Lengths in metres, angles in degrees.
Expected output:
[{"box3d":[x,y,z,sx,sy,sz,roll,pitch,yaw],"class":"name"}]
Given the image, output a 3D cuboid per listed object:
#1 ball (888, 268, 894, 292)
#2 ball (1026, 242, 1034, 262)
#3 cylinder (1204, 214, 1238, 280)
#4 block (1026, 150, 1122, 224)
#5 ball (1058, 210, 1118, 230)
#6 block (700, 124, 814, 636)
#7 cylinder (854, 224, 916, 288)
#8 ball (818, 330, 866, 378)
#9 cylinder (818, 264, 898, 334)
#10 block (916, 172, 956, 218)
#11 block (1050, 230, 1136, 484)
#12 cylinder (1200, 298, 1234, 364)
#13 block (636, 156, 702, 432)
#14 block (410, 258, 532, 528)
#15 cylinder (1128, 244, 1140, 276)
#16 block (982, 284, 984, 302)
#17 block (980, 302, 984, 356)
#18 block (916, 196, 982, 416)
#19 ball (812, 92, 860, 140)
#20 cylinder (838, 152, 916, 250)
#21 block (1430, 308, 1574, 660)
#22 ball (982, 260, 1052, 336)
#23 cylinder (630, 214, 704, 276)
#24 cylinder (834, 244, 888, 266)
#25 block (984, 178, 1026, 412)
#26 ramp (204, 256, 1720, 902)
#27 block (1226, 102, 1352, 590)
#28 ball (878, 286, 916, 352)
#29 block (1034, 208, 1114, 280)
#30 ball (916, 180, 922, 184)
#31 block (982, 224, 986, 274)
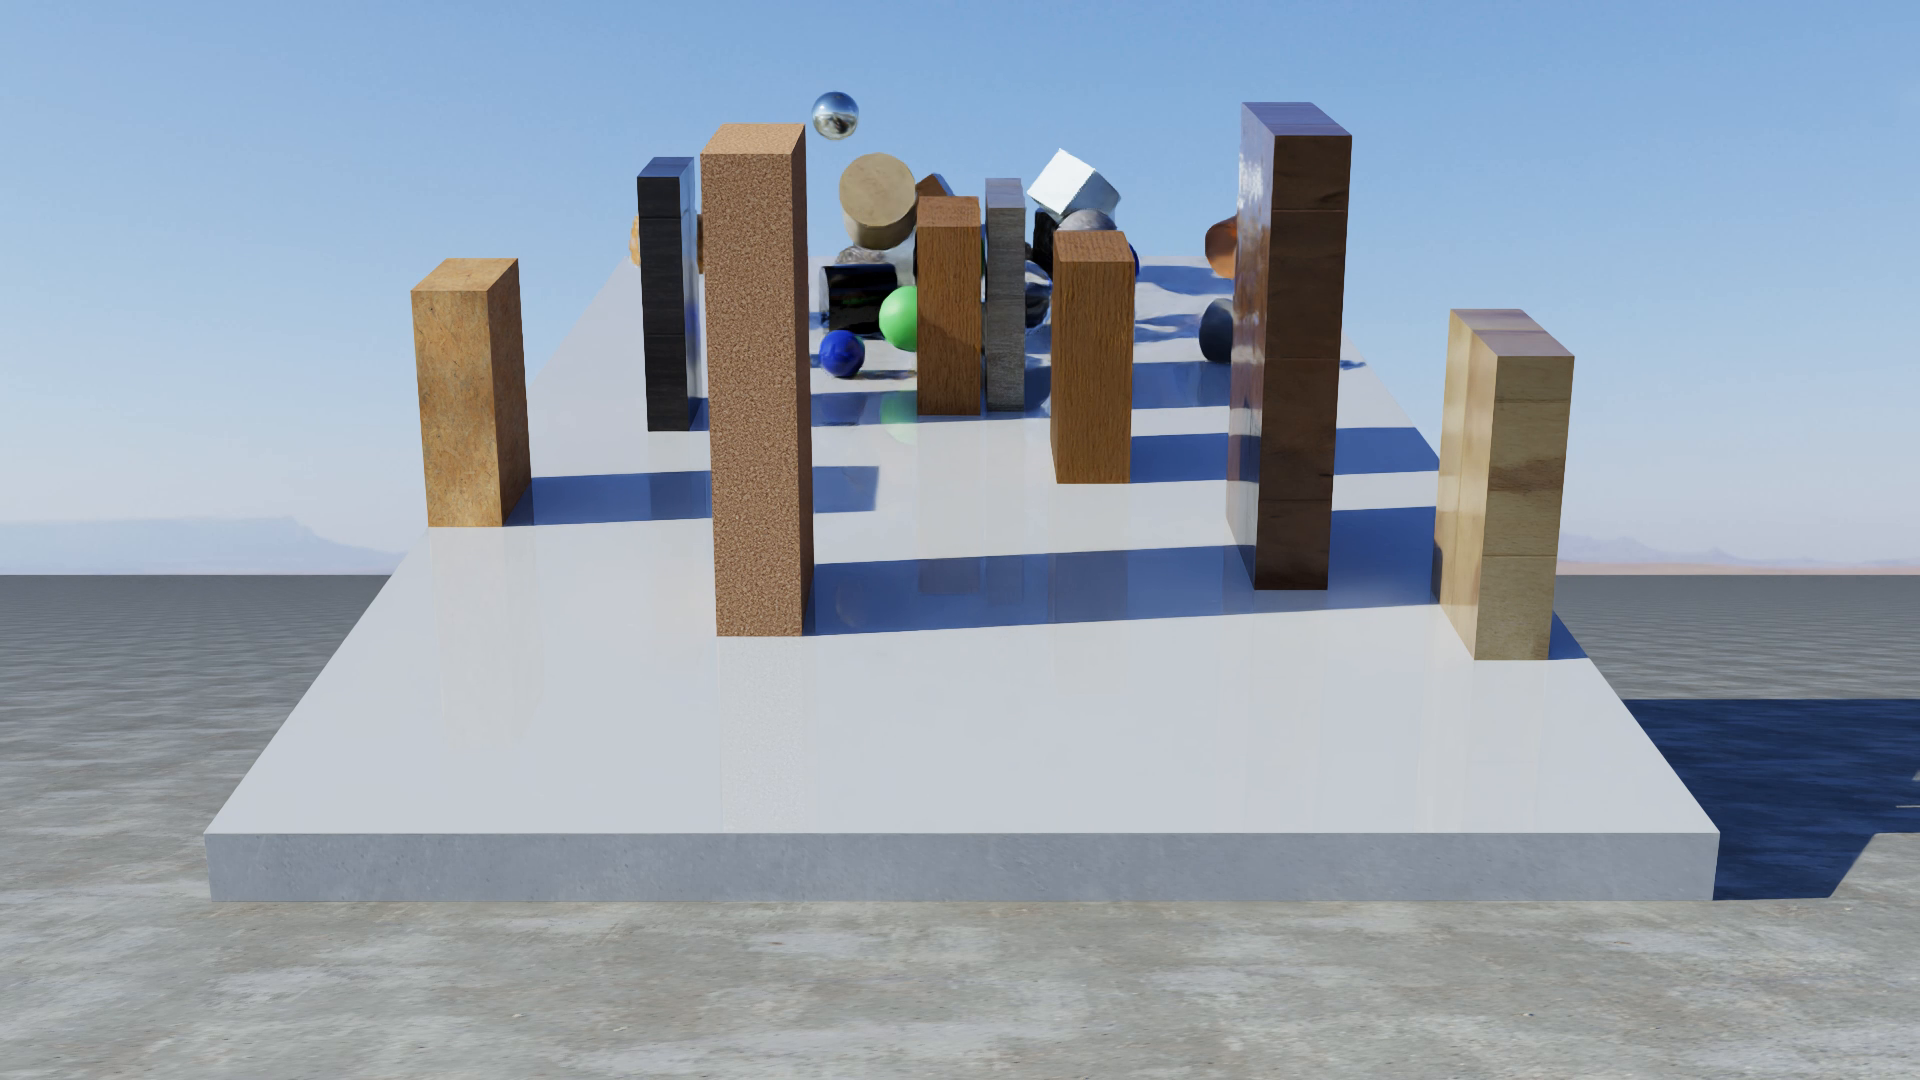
[{"box3d":[-0.236,-0.697,6.074,0.119,0.119,0.119,0,-1,0],"class":"ball"},{"box3d":[0.159,-0.806,6.416,0.115,0.115,0.115,0,-1,0],"class":"ball"},{"box3d":[0.771,-0.804,6.047,0.157,0.157,0.157,-27,15,-34],"class":"cylinder"},{"box3d":[0.316,-0.953,6.190,0.154,0.154,0.154,39,2,41],"class":"block"},{"box3d":[0.321,-0.750,5.651,0.168,0.168,0.168,0,-1,0],"class":"ball"},{"box3d":[-0.328,-0.269,3.694,0.139,0.784,0.350,0,18,0],"class":"block"},{"box3d":[-0.185,-0.798,6.285,0.179,0.179,0.179,6,1,18],"class":"cylinder"},{"box3d":[-0.279,-0.442,5.304,0.113,0.113,0.113,0,-1,0],"class":"ball"},{"box3d":[-0.260,-0.617,5.734,0.178,0.178,0.178,-4,0,-12],"class":"cylinder"},{"box3d":[-0.078,-0.918,6.098,0.115,0.115,0.115,-35,1,13],"class":"block"},{"box3d":[0.267,-0.378,4.567,0.146,0.450,0.331,0,18,0],"class":"block"},{"box3d":[0.685,-0.499,5.417,0.154,0.154,0.154,13,7,35],"class":"cylinder"},{"box3d":[-0.632,-0.541,4.899,0.089,0.551,0.283,0,18,0],"class":"block"},{"box3d":[-0.929,-0.287,4.281,0.138,0.451,0.310,0,18,0],"class":"block"},{"box3d":[0.378,-0.702,5.829,0.129,0.129,0.129,0,-21,-32],"class":"cylinder"},{"box3d":[0.014,-0.603,5.802,0.110,0.110,0.110,-16,24,-41],"class":"block"},{"box3d":[0.065,-0.527,5.573,0.107,0.107,0.107,16,24,40],"class":"block"},{"box3d":[-0.025,-0.540,5.104,0.141,0.422,0.392,0,18,0],"class":"block"},{"box3d":[-0.349,-1.188,6.270,0.137,0.137,0.137,0,-1,0],"class":"ball"},{"box3d":[-0.203,-0.839,5.562,0.189,0.189,0.189,0,-10,-1],"class":"cylinder"},{"box3d":[0.874,-0.097,3.637,0.117,0.495,0.340,0,18,0],"class":"block"},{"box3d":[0.141,-0.616,5.691,0.203,0.203,0.203,0,-1,0],"class":"ball"},{"box3d":[-0.744,-0.774,5.779,0.162,0.162,0.162,8,-5,-31],"class":"cylinder"},{"box3d":[-0.258,-0.685,5.913,0.138,0.138,0.138,0,-30,1],"class":"cylinder"},{"box3d":[0.102,-0.569,5.138,0.083,0.458,0.409,0,18,0],"class":"block"},{"box3d":[-0.004,-0.187,4.868,2.000,0.100,4.000,0,18,0],"class":"ramp"},{"box3d":[0.572,-0.352,3.954,0.126,0.781,0.431,0,18,0],"class":"block"},{"box3d":[-0.117,-0.533,5.393,0.159,0.159,0.159,0,-1,0],"class":"ball"},{"box3d":[0.329,-0.858,6.440,0.199,0.199,0.199,4,19,12],"class":"block"},{"box3d":[-0.088,-0.941,6.234,0.124,0.124,0.124,0,-1,0],"class":"ball"},{"box3d":[0.018,-0.737,6.060,0.204,0.204,0.204,9,20,26],"class":"block"}]
